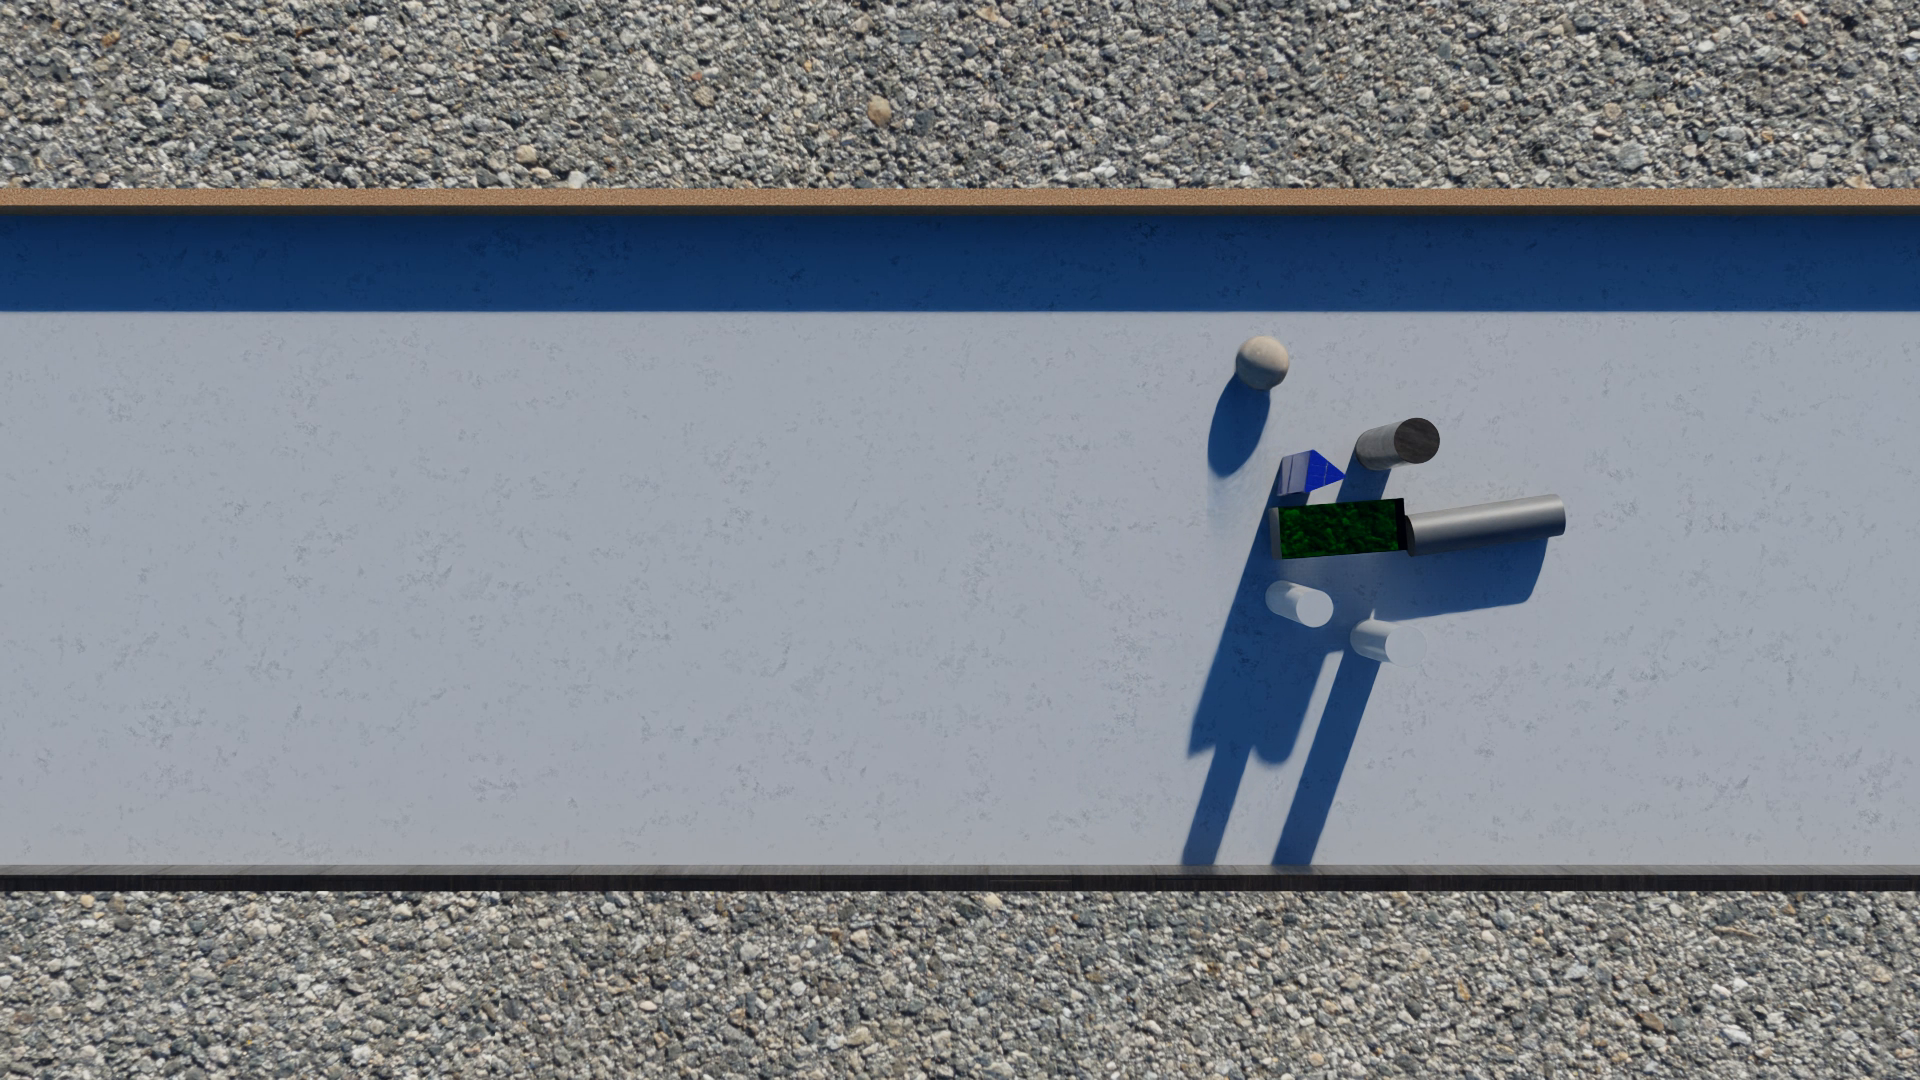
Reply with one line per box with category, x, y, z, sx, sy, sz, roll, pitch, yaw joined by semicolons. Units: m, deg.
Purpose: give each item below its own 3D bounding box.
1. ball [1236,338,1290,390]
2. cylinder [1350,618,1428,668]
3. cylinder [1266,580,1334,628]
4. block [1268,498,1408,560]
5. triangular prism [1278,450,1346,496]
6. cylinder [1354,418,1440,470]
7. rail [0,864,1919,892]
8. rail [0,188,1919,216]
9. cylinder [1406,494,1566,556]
ball;0.916;-0.534;4.996;0.161;0.161;0.161;0;90;0
cylinder;1.260;0.301;4.867;0.119;0.419;0.119;0;90;0
cylinder;0.999;0.186;4.877;0.106;0.392;0.106;0;93;-2
block;1.142;-0.034;4.998;0.376;0.156;0.156;-4;90;0
triangular prism;1.016;-0.207;4.875;0.122;0.402;0.106;-21;90;0
cylinder;1.280;-0.278;4.849;0.130;0.456;0.130;0;90;0
rail;-2.247;1.025;5.001;12.000;0.150;0.050;0;90;0
rail;-2.247;-1.025;5.002;12.000;0.150;0.050;0;90;0
cylinder;1.590;-0.045;5.012;0.457;0.129;0.129;-8;90;0
